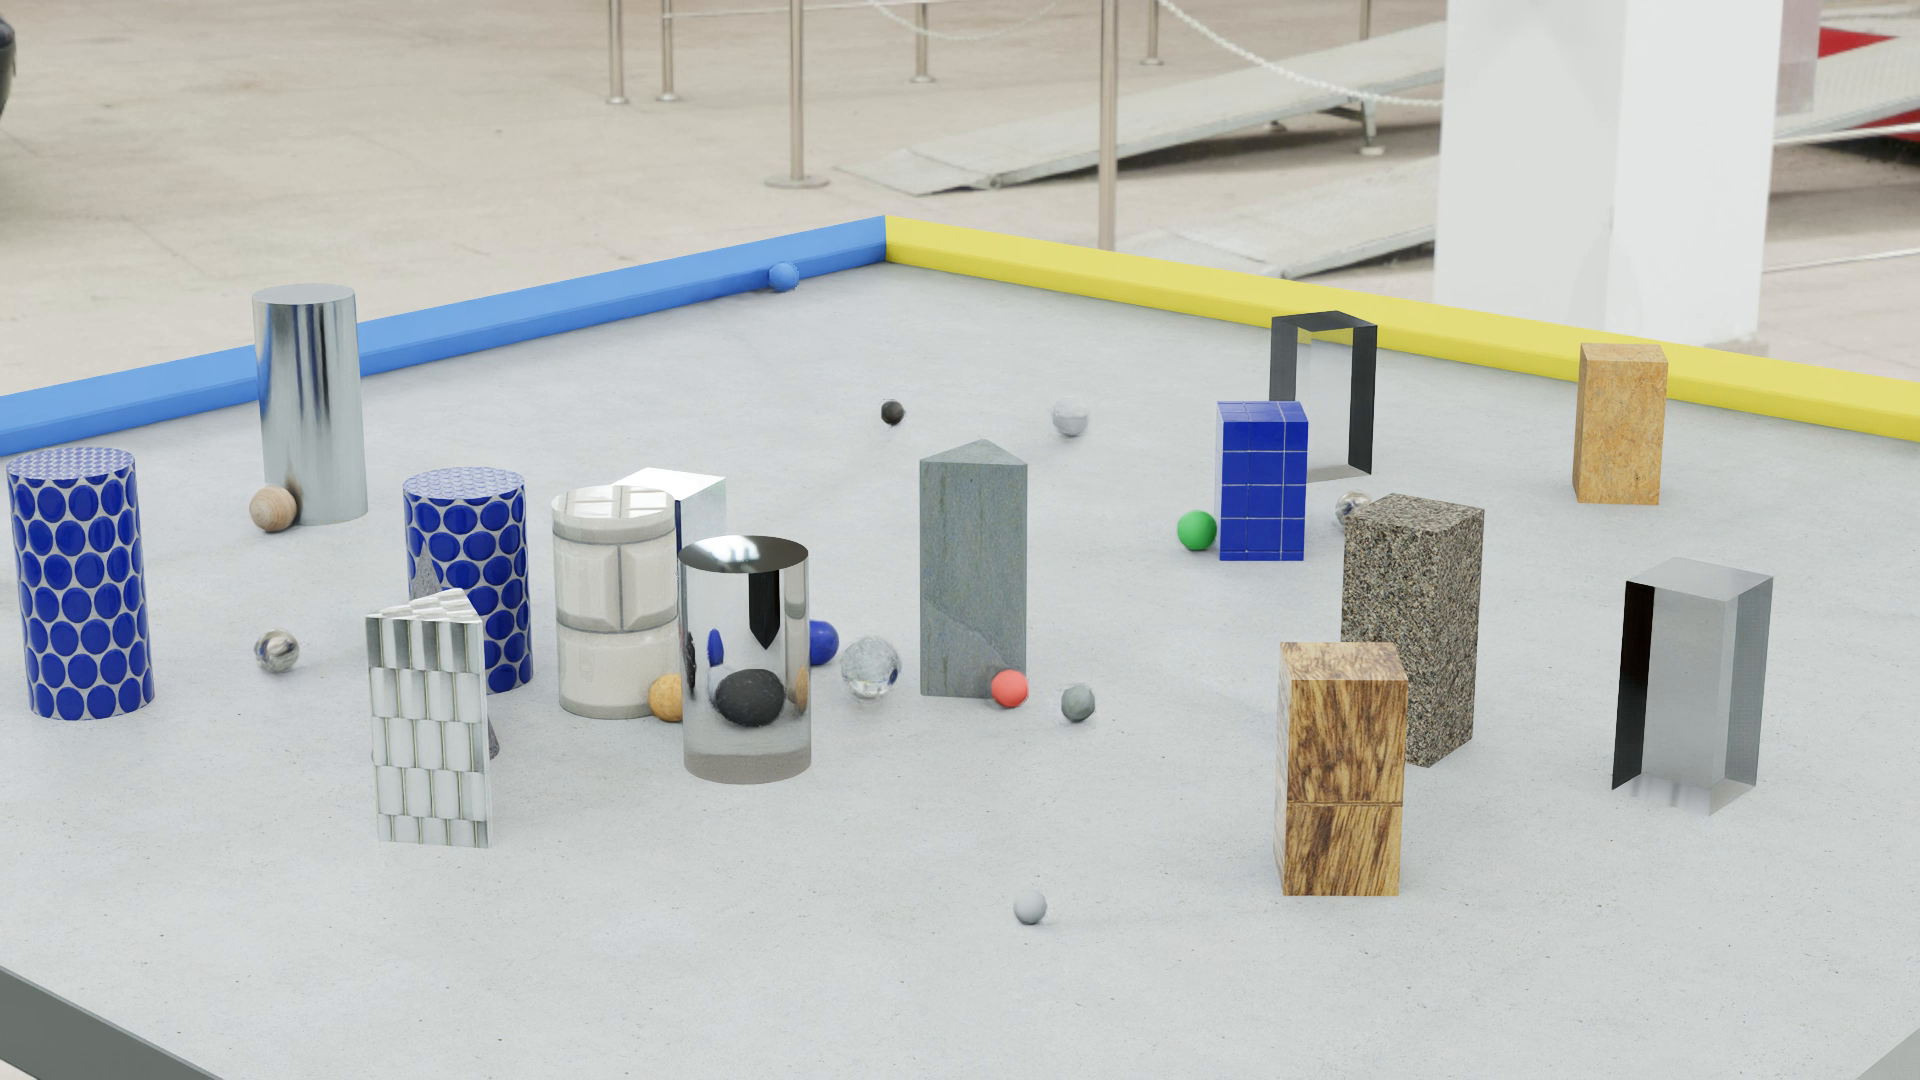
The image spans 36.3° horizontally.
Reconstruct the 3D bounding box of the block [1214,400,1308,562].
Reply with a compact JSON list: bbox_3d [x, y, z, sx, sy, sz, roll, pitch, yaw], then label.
[{"bbox_3d":[0.547,-0.109,5.349,0.152,0.260,0.152,0,17,0],"label":"block"}]

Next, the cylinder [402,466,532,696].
[{"bbox_3d":[-0.782,0.065,4.666,0.190,0.324,0.190,0,17,0],"label":"cylinder"}]

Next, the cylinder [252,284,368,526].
[{"bbox_3d":[-1.230,-0.258,5.556,0.190,0.426,0.190,0,17,0],"label":"cylinder"}]

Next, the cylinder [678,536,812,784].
[{"bbox_3d":[-0.315,0.174,4.306,0.190,0.322,0.190,0,17,0],"label":"cylinder"}]

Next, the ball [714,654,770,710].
[{"bbox_3d":[-0.339,0.221,4.557,0.087,0.087,0.087,0,17,0],"label":"ball"}]

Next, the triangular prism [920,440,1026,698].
[{"bbox_3d":[0.029,0.044,4.632,0.165,0.383,0.143,2,17,7],"label":"triangular prism"}]

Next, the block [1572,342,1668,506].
[{"bbox_3d":[1.282,-0.227,5.700,0.152,0.283,0.152,2,17,7],"label":"block"}]

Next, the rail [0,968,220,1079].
[{"bbox_3d":[-1.352,0.481,3.630,4.156,0.123,0.045,14,22,39],"label":"rail"}]

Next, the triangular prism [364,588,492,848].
[{"bbox_3d":[-0.713,0.243,4.071,0.165,0.326,0.143,3,17,10],"label":"triangular prism"}]

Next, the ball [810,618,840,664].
[{"bbox_3d":[-0.232,0.165,4.767,0.074,0.074,0.074,0,17,0],"label":"ball"}]

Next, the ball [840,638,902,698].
[{"bbox_3d":[-0.140,0.200,4.612,0.095,0.095,0.095,0,17,0],"label":"ball"}]

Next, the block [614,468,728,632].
[{"bbox_3d":[-0.496,0.023,4.941,0.152,0.245,0.152,8,18,24],"label":"block"}]

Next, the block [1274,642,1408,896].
[{"bbox_3d":[0.505,0.304,3.909,0.152,0.303,0.152,0,17,1],"label":"block"}]

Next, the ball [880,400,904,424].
[{"bbox_3d":[-0.144,-0.272,6.252,0.051,0.051,0.051,0,17,0],"label":"ball"}]

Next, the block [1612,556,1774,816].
[{"bbox_3d":[1.049,0.207,4.202,0.152,0.319,0.152,14,21,38],"label":"block"}]

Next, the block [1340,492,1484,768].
[{"bbox_3d":[0.671,0.133,4.374,0.152,0.362,0.152,11,20,33],"label":"block"}]

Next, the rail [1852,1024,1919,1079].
[{"bbox_3d":[1.551,0.420,3.831,0.045,0.123,4.170,14,22,39],"label":"rail"}]

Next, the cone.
[{"bbox_3d":[-0.785,0.158,4.342,0.190,0.332,0.190,0,17,0],"label":"cone"}]

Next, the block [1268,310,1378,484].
[{"bbox_3d":[0.723,-0.288,5.863,0.152,0.307,0.152,-8,18,-24],"label":"block"}]

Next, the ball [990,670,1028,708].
[{"bbox_3d":[0.077,0.232,4.571,0.059,0.059,0.059,0,17,0],"label":"ball"}]

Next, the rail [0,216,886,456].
[{"bbox_3d":[-1.551,-0.359,6.410,0.045,0.123,4.170,14,22,39],"label":"rail"}]

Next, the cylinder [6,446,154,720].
[{"bbox_3d":[-1.364,0.066,4.553,0.190,0.386,0.190,0,17,0],"label":"cylinder"}]

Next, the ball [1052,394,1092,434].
[{"bbox_3d":[0.234,-0.264,6.165,0.086,0.086,0.086,0,17,0],"label":"ball"}]

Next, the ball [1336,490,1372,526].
[{"bbox_3d":[0.740,-0.057,5.503,0.072,0.072,0.072,0,17,0],"label":"ball"}]

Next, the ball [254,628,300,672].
[{"bbox_3d":[-1.102,0.178,4.728,0.072,0.072,0.072,0,17,0],"label":"ball"}]

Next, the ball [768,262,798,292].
[{"bbox_3d":[-0.456,-0.676,7.548,0.074,0.074,0.074,0,17,0],"label":"ball"}]

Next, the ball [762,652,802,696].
[{"bbox_3d":[-0.285,0.211,4.624,0.069,0.069,0.069,0,17,0],"label":"ball"}]

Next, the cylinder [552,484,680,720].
[{"bbox_3d":[-0.534,0.095,4.565,0.190,0.323,0.190,0,17,0],"label":"cylinder"}]

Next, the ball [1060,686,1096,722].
[{"bbox_3d":[0.182,0.251,4.513,0.055,0.055,0.055,0,17,0],"label":"ball"}]

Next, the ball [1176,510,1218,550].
[{"bbox_3d":[0.434,-0.019,5.375,0.074,0.074,0.074,0,17,0],"label":"ball"}]

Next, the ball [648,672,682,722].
[{"bbox_3d":[-0.442,0.242,4.510,0.075,0.075,0.075,0,17,0],"label":"ball"}]

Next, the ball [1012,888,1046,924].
[{"bbox_3d":[0.090,0.474,3.794,0.044,0.044,0.044,0,17,0],"label":"ball"}]

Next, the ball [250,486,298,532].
[{"bbox_3d":[-1.284,-0.058,5.484,0.087,0.087,0.087,0,17,0],"label":"ball"}]

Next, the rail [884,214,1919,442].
[{"bbox_3d":[1.352,-0.419,6.611,4.156,0.123,0.045,14,22,39],"label":"rail"}]
